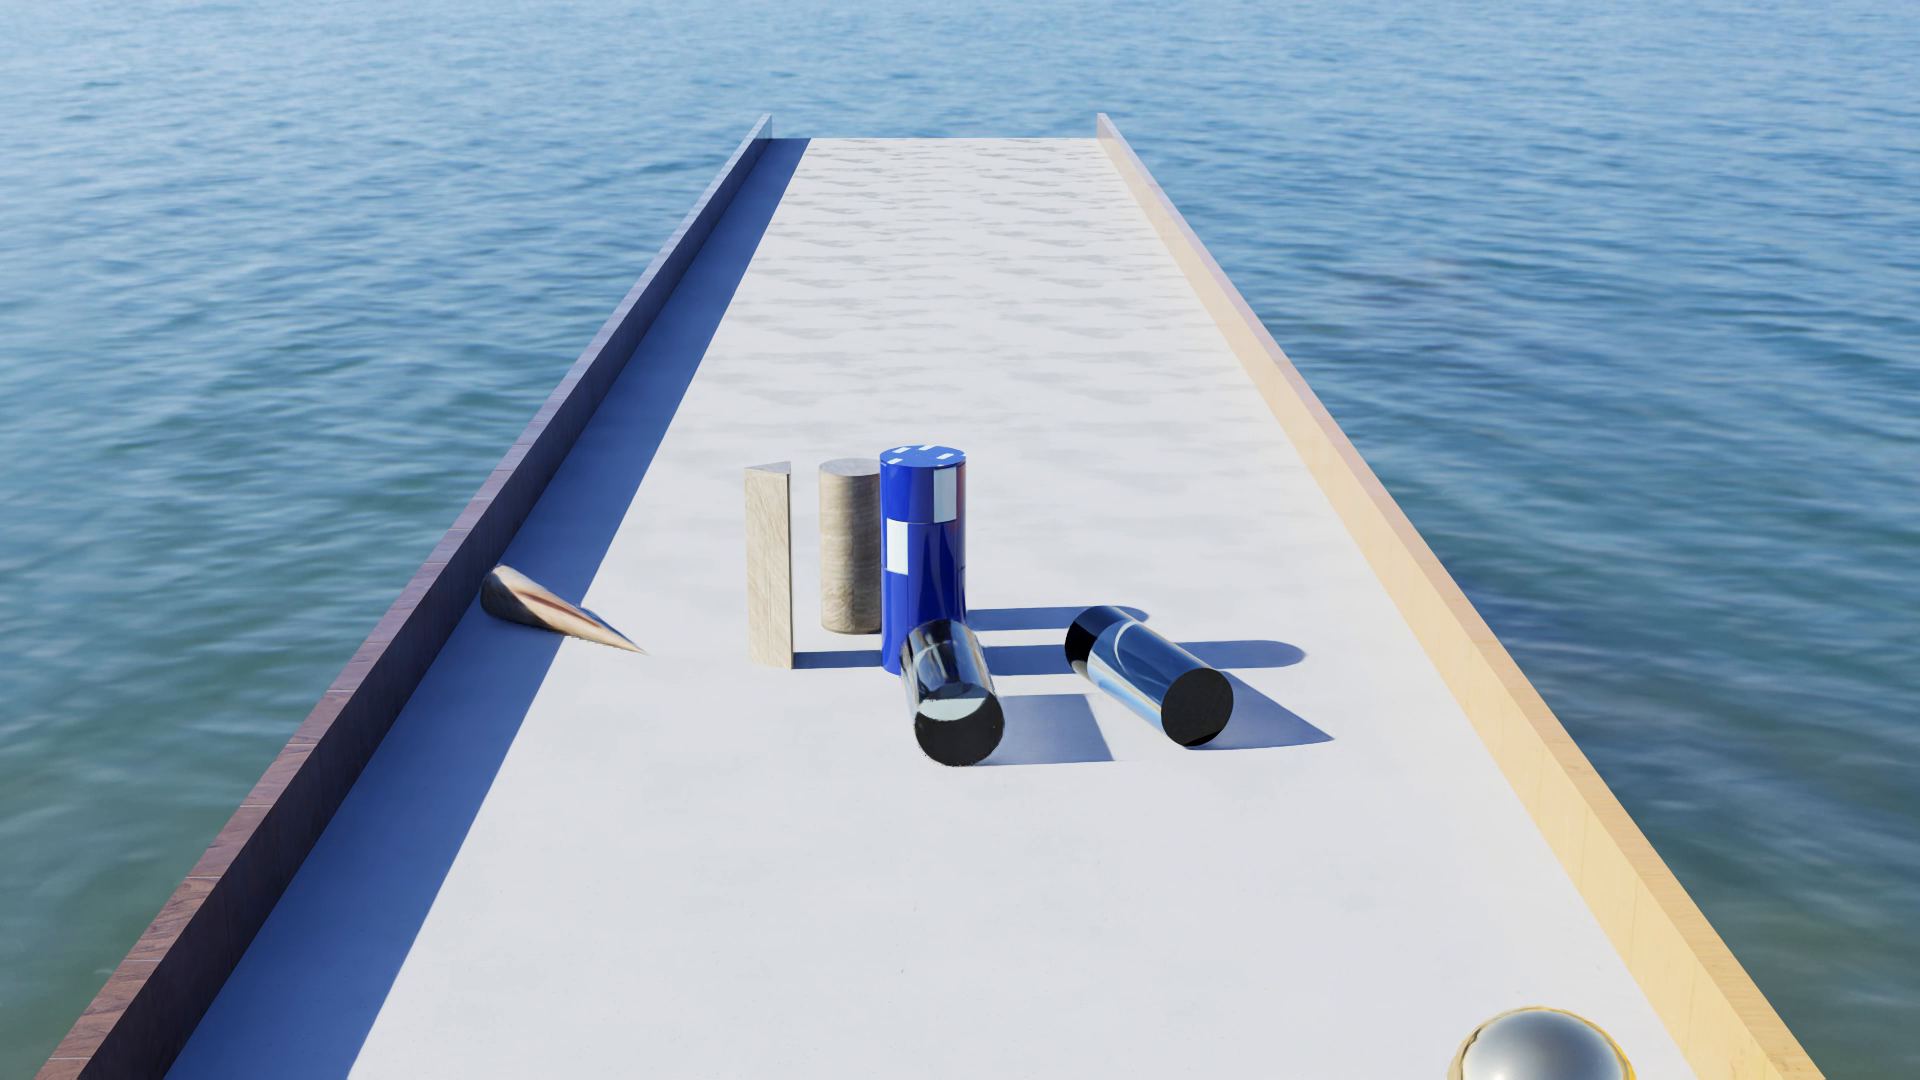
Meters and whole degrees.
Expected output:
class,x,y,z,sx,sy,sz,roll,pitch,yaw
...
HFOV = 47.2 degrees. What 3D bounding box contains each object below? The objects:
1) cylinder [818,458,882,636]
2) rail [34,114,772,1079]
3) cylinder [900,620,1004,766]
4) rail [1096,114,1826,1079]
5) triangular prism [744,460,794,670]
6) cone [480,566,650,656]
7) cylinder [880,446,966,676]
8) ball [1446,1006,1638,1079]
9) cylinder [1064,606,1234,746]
class,x,y,z,sx,sy,sz,roll,pitch,yaw
cylinder,-0.219,0.013,4.585,0.147,0.342,0.147,0,17,0
rail,-1.118,-0.838,7.780,0.050,0.150,12.000,0,17,-1
cylinder,-0.019,0.275,4.022,0.159,0.159,0.345,-2,17,-6
rail,0.932,-0.844,7.801,0.050,0.150,12.000,0,17,-1
triangular prism,-0.357,0.047,4.366,0.101,0.401,0.088,8,19,26
cone,-0.800,0.170,4.558,0.449,0.109,0.109,20,25,32
cylinder,-0.072,0.042,4.333,0.169,0.429,0.169,0,17,0
ball,0.686,0.665,2.590,0.228,0.228,0.228,0,17,0
cylinder,0.349,0.250,4.124,0.150,0.150,0.391,-7,18,-22
